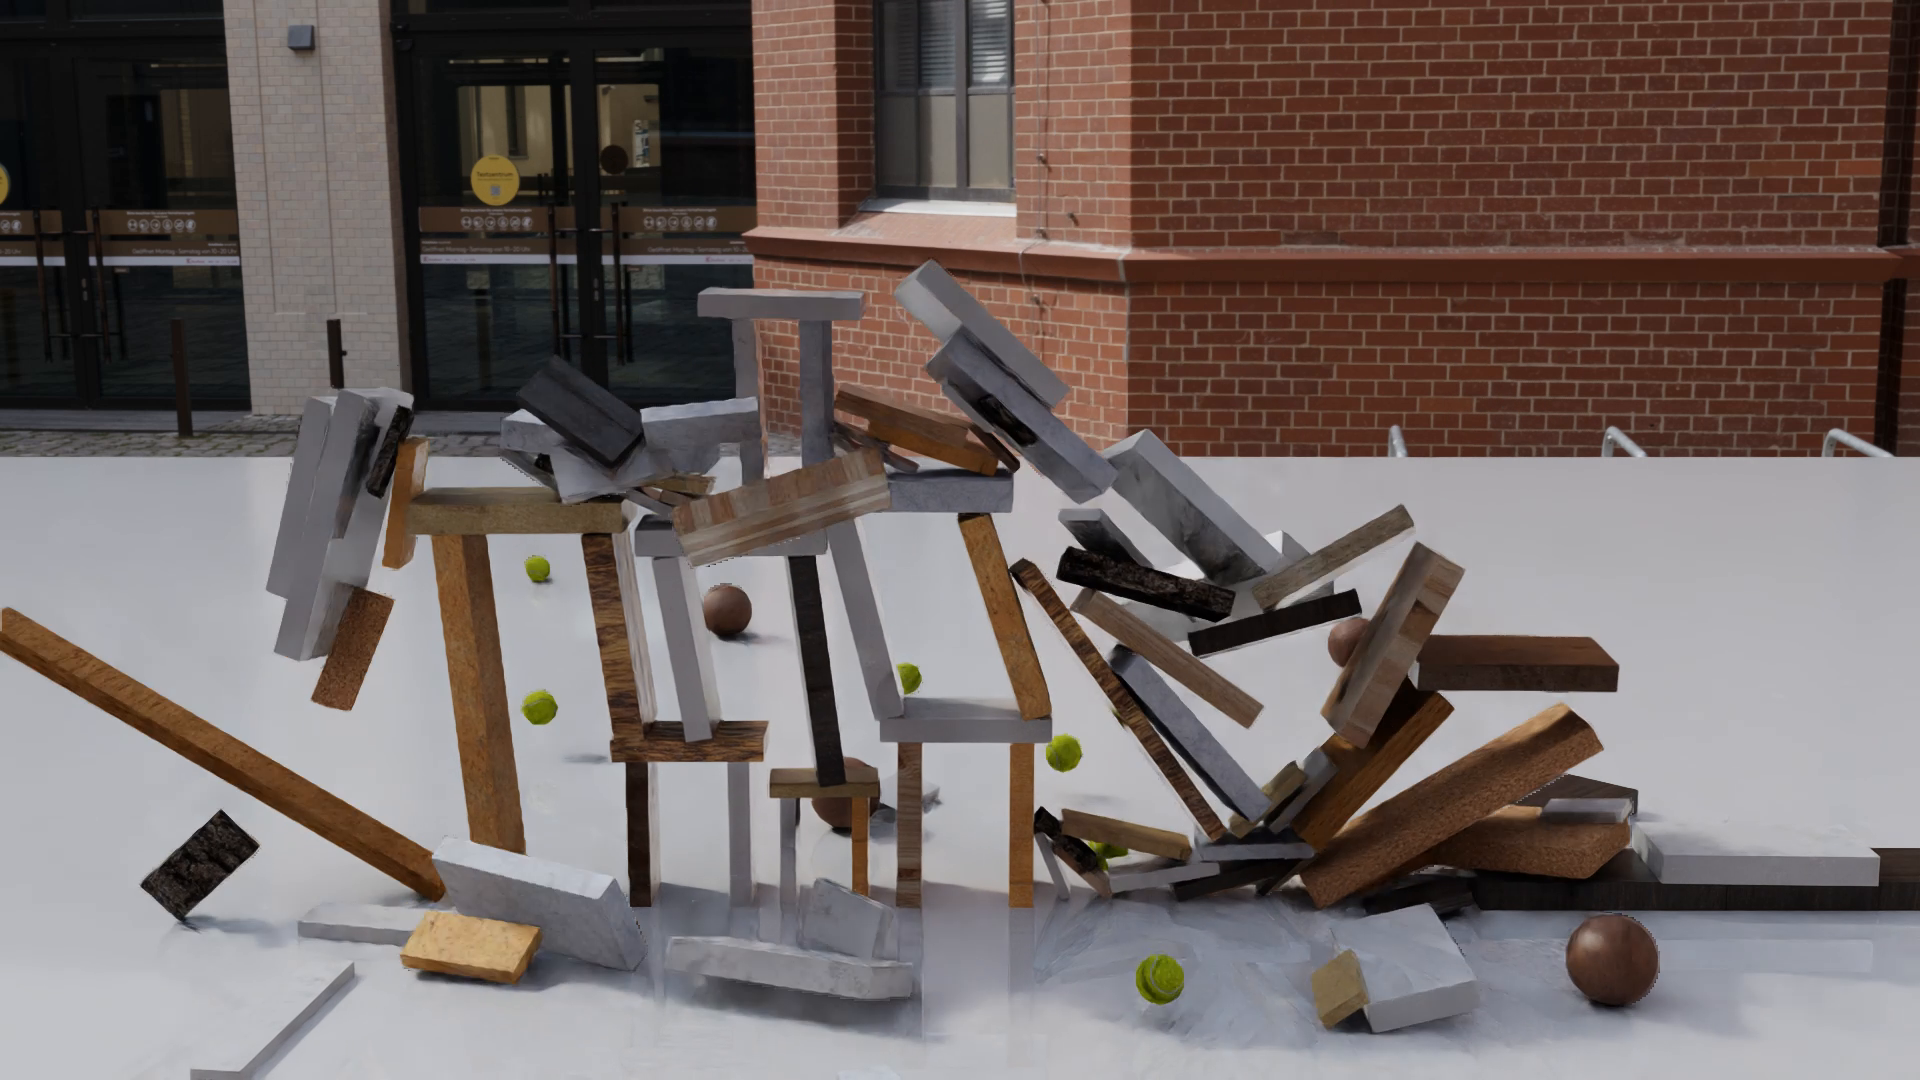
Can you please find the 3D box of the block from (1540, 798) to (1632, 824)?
[{"bbox_3d":[1.039,0.450,3.651,0.132,0.019,0.066,-5,11,31],"label":"block"}]

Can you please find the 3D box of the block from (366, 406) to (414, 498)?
[{"bbox_3d":[-0.904,-0.139,3.489,0.020,0.140,0.070,20,-12,-5],"label":"block"}]

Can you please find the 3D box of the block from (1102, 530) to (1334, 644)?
[{"bbox_3d":[0.438,0.093,3.818,0.393,0.044,0.157,-20,-42,37],"label":"block"}]

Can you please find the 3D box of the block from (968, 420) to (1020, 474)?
[{"bbox_3d":[0.055,-0.152,3.526,0.015,0.104,0.052,-44,11,9],"label":"block"}]

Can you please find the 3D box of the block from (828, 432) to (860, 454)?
[{"bbox_3d":[-0.168,-0.143,3.542,0.098,0.014,0.049,39,9,-5],"label":"block"}]

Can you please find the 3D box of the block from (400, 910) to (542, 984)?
[{"bbox_3d":[-0.737,0.614,3.318,0.188,0.027,0.094,5,37,15],"label":"block"}]

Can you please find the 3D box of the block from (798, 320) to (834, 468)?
[{"bbox_3d":[-0.229,-0.234,3.530,0.036,0.253,0.126,0,11,4],"label":"block"}]

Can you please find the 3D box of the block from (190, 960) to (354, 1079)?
[{"bbox_3d":[-0.971,0.680,3.128,0.070,0.020,0.398,1,11,6],"label":"block"}]

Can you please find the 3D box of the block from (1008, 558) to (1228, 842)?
[{"bbox_3d":[0.256,0.260,3.581,0.030,0.544,0.108,-37,9,-4],"label":"block"}]

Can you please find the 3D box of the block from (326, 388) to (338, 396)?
[{"bbox_3d":[-1.037,-0.160,3.622,0.024,0.169,0.085,18,-6,18],"label":"block"}]

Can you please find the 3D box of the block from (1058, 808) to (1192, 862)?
[{"bbox_3d":[0.272,0.487,3.637,0.216,0.021,0.075,13,11,-3],"label":"block"}]

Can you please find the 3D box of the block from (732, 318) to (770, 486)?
[{"bbox_3d":[-0.333,-0.195,3.527,0.036,0.333,0.126,-3,11,-1],"label":"block"}]

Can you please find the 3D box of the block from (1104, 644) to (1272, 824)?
[{"bbox_3d":[0.366,0.314,3.593,0.047,0.329,0.164,-43,10,-4],"label":"block"}]

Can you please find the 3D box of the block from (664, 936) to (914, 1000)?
[{"bbox_3d":[-0.249,0.624,3.221,0.324,0.046,0.162,4,-8,21],"label":"block"}]

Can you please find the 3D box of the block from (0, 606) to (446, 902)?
[{"bbox_3d":[-1.226,0.355,3.649,0.871,0.028,0.100,31,11,-3],"label":"block"}]

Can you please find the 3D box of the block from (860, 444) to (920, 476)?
[{"bbox_3d":[-0.114,-0.132,3.540,0.098,0.014,0.049,24,10,-2],"label":"block"}]

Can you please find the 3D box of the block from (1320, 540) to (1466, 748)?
[{"bbox_3d":[0.700,0.168,3.576,0.047,0.329,0.164,28,7,-6],"label":"block"}]

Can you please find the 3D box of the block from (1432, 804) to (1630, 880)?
[{"bbox_3d":[0.921,0.499,3.687,0.347,0.049,0.173,-1,14,41],"label":"block"}]

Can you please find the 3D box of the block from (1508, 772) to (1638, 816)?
[{"bbox_3d":[1.096,0.497,4.047,0.314,0.044,0.157,-10,15,-43],"label":"block"}]

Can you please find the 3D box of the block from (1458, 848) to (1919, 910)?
[{"bbox_3d":[1.409,0.565,3.669,1.118,0.049,0.173,0,11,0],"label":"block"}]

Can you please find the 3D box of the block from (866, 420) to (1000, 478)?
[{"bbox_3d":[-0.041,-0.156,3.557,0.215,0.030,0.108,18,10,0],"label":"block"}]

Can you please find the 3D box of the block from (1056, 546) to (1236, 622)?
[{"bbox_3d":[0.300,0.074,3.588,0.277,0.039,0.139,15,-7,-1],"label":"block"}]

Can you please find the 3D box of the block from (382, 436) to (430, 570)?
[{"bbox_3d":[-0.892,-0.061,3.543,0.028,0.200,0.100,10,9,-3],"label":"block"}]

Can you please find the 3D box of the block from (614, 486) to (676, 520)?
[{"bbox_3d":[-0.500,-0.067,3.543,0.139,0.020,0.069,26,9,-4],"label":"block"}]

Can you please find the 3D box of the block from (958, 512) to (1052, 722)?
[{"bbox_3d":[0.072,0.110,3.580,0.048,0.340,0.170,-18,10,3],"label":"block"}]

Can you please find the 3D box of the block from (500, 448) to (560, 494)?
[{"bbox_3d":[-0.683,-0.114,3.541,0.119,0.017,0.059,35,5,-10],"label":"block"}]

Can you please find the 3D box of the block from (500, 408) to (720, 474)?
[{"bbox_3d":[-0.558,-0.161,3.538,0.327,0.046,0.163,7,10,0],"label":"block"}]

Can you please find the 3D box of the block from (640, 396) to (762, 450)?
[{"bbox_3d":[-0.396,-0.178,3.378,0.176,0.025,0.088,-6,-26,-4],"label":"block"}]

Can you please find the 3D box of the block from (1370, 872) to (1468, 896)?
[{"bbox_3d":[0.765,0.579,3.669,0.155,0.022,0.077,3,11,14],"label":"block"}]

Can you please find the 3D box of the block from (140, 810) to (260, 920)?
[{"bbox_3d":[-1.225,0.524,3.544,0.169,0.085,0.024,-42,15,-2],"label":"block"}]

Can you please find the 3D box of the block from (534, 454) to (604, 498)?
[{"bbox_3d":[-0.623,-0.105,3.532,0.119,0.017,0.059,26,8,-8],"label":"block"}]

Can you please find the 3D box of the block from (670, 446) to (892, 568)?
[{"bbox_3d":[-0.270,-0.050,3.360,0.324,0.046,0.162,-17,-17,-4],"label":"block"}]

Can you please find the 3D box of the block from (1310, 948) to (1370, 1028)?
[{"bbox_3d":[0.546,0.645,3.168,0.073,0.021,0.146,-36,9,11],"label":"block"}]

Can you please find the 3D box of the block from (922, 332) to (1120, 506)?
[{"bbox_3d":[0.097,-0.194,3.558,0.344,0.043,0.150,41,-13,-5],"label":"block"}]

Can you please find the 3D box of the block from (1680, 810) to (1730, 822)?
[{"bbox_3d":[1.345,0.520,3.992,0.066,0.019,0.132,7,13,33],"label":"block"}]

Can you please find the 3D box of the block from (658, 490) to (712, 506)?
[{"bbox_3d":[-0.413,-0.059,3.547,0.139,0.020,0.069,16,10,-5],"label":"block"}]

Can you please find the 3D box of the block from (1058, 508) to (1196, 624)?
[{"bbox_3d":[0.283,0.047,3.660,0.073,0.021,0.414,2,-24,31],"label":"block"}]

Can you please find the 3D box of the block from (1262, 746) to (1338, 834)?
[{"bbox_3d":[0.558,0.415,3.641,0.021,0.149,0.075,41,6,-16],"label":"block"}]

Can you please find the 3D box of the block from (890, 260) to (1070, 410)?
[{"bbox_3d":[0.031,-0.318,3.525,0.301,0.043,0.150,42,-14,-10],"label":"block"}]

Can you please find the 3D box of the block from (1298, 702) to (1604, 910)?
[{"bbox_3d":[0.800,0.438,3.646,0.528,0.045,0.160,-30,10,4],"label":"block"}]

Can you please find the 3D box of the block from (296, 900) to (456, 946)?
[{"bbox_3d":[-0.924,0.610,3.489,0.227,0.027,0.094,2,11,13],"label":"block"}]

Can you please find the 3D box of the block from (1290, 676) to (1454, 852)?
[{"bbox_3d":[0.662,0.354,3.624,0.045,0.320,0.160,41,7,-16],"label":"block"}]

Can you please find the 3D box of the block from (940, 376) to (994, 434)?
[{"bbox_3d":[0.012,-0.215,3.504,0.103,0.015,0.052,42,15,-13],"label":"block"}]

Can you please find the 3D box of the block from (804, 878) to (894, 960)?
[{"bbox_3d":[-0.174,0.591,3.410,0.025,0.088,0.176,13,0,-40],"label":"block"}]

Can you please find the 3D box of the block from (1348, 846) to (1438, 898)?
[{"bbox_3d":[0.714,0.542,3.654,0.155,0.022,0.077,-26,6,13],"label":"block"}]

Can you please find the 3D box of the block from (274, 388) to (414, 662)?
[{"bbox_3d":[-0.995,-0.028,3.559,0.046,0.441,0.163,18,8,12],"label":"block"}]

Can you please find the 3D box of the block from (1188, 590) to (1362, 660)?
[{"bbox_3d":[0.511,0.140,3.586,0.277,0.039,0.139,-15,-7,5],"label":"block"}]
